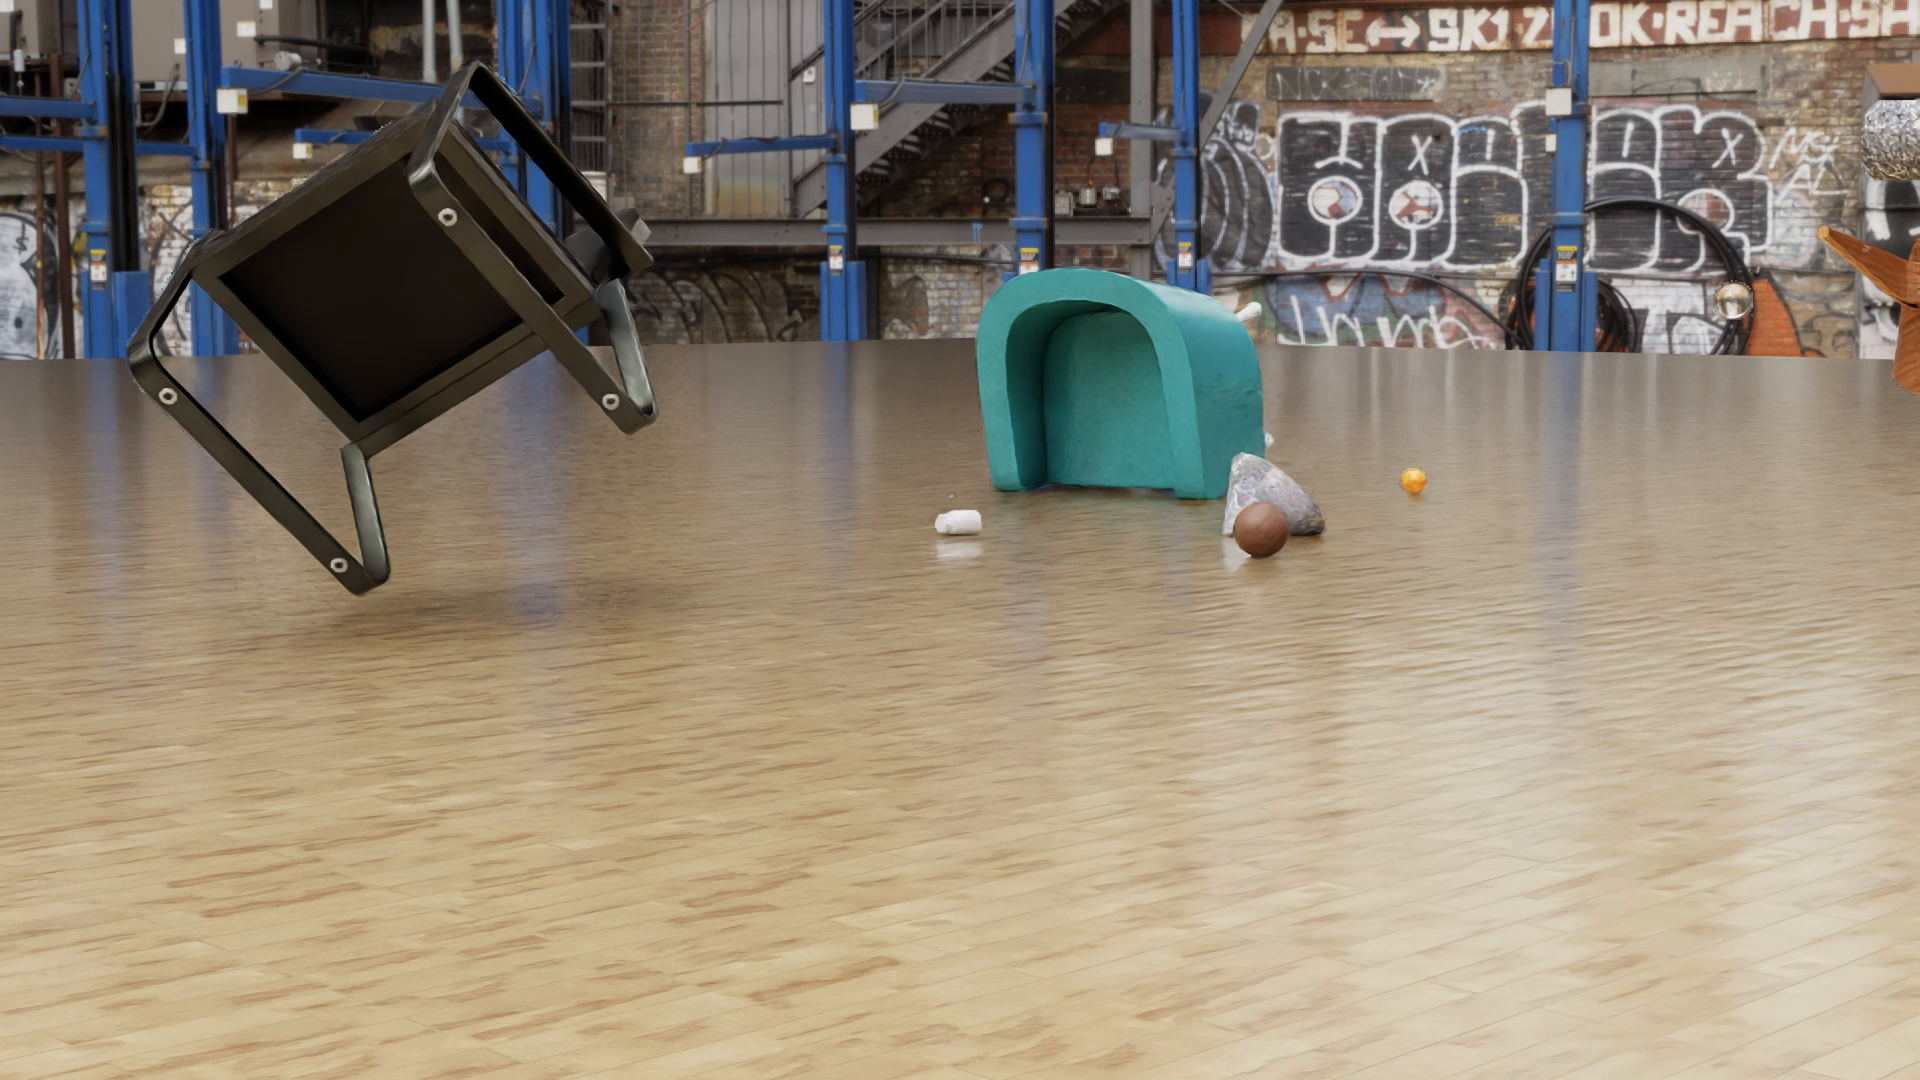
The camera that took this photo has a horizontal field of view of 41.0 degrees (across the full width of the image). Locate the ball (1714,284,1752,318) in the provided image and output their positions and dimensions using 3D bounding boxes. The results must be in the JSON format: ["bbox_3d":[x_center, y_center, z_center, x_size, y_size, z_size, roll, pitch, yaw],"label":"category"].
[{"bbox_3d":[2.014,-0.623,6.682,0.091,0.091,0.091,0,6,0],"label":"ball"}]

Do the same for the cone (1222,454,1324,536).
[{"bbox_3d":[0.739,-0.064,6.533,0.197,0.203,0.338,-36,48,-21],"label":"cone"}]
